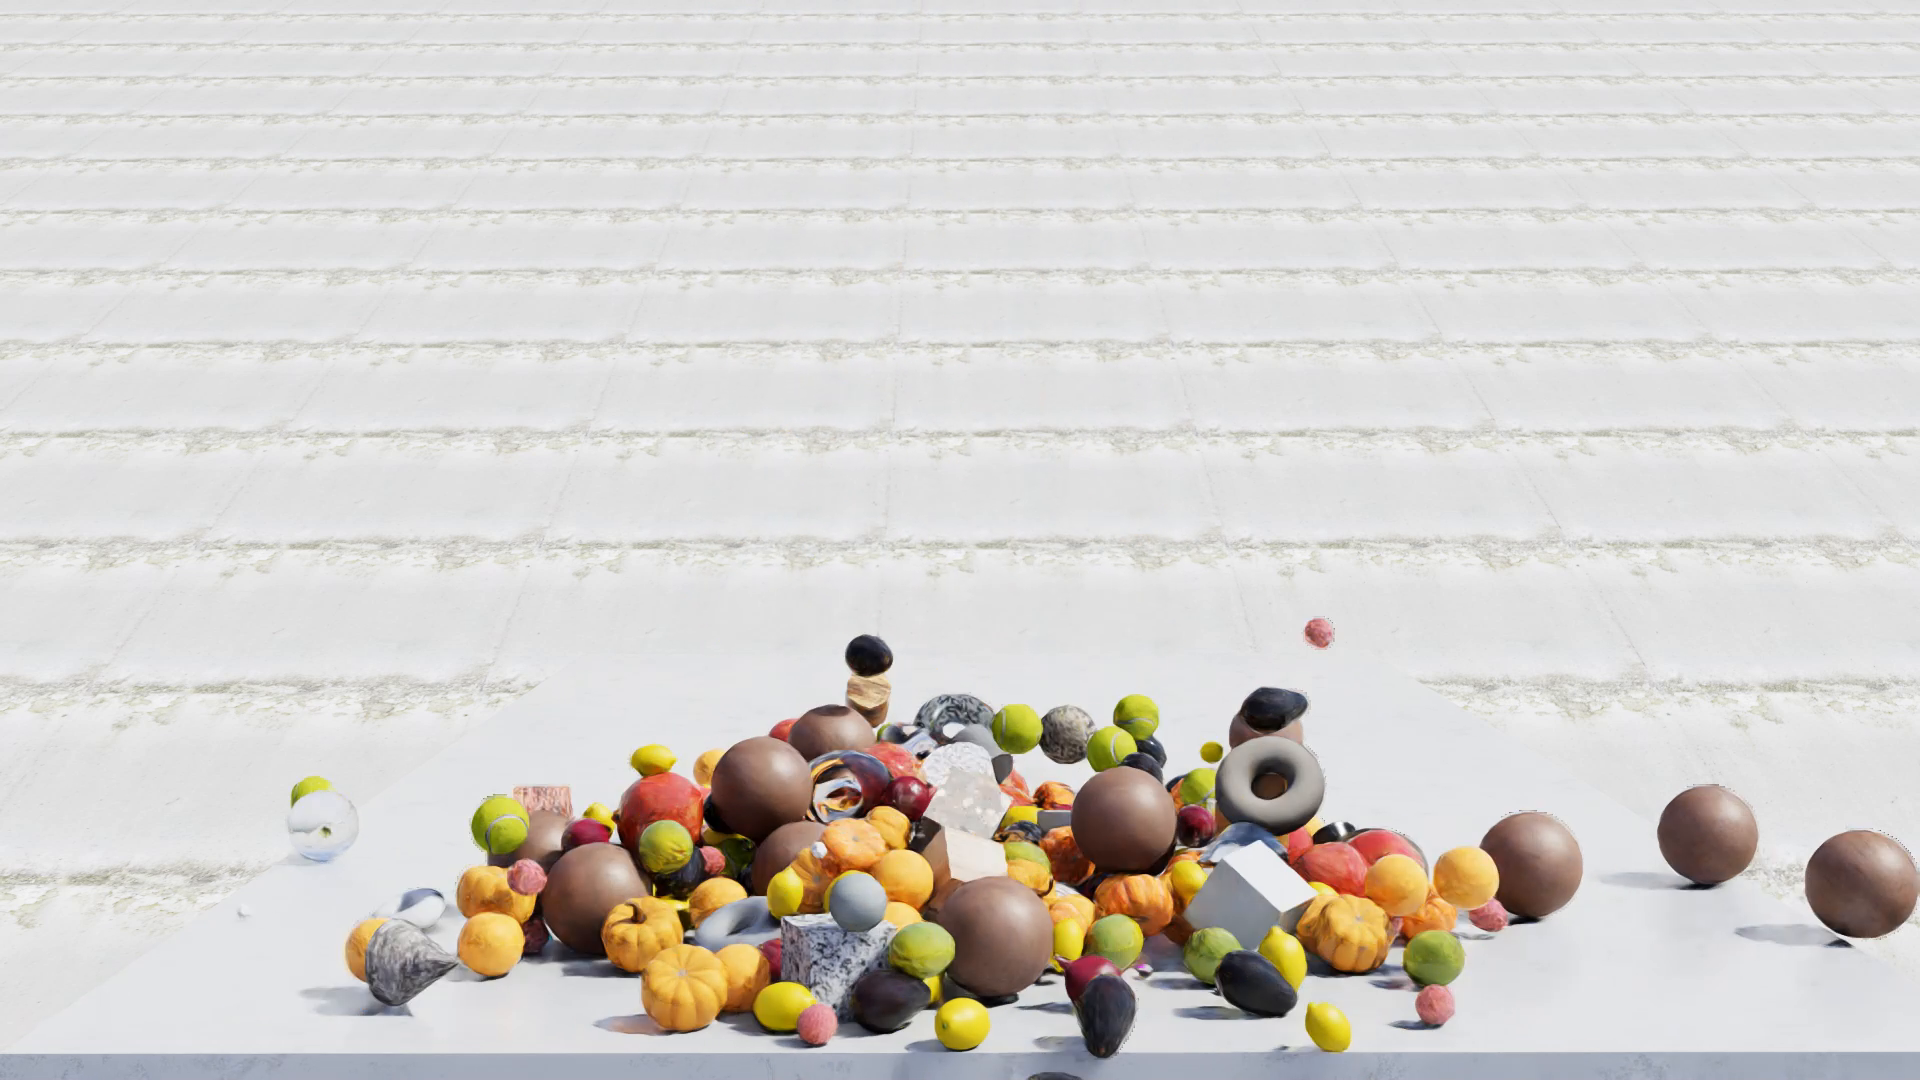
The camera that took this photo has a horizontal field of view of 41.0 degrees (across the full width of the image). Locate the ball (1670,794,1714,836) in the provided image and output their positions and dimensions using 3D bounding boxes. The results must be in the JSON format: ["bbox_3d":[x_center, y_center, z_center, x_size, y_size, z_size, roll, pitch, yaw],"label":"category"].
[{"bbox_3d":[1.078,0.406,3.786,0.063,0.063,0.063,0,21,0],"label":"ball"}]

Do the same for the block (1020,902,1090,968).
[{"bbox_3d":[0.104,0.456,2.939,0.054,0.054,0.054,-23,-12,-39],"label":"block"}]

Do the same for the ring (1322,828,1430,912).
[{"bbox_3d":[0.529,0.419,3.270,0.135,0.045,0.135,-2,35,1],"label":"ring"}]

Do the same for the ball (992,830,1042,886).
[{"bbox_3d":[0.066,0.392,3.172,0.070,0.070,0.070,0,21,0],"label":"ball"}]

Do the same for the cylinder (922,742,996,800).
[{"bbox_3d":[0.004,0.339,3.467,0.094,0.094,0.094,-10,33,6],"label":"cylinder"}]

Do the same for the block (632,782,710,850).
[{"bbox_3d":[-0.417,0.399,3.713,0.085,0.085,0.085,-2,4,-30],"label":"block"}]

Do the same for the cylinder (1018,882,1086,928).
[{"bbox_3d":[0.109,0.445,3.067,0.062,0.062,0.062,9,7,23],"label":"cylinder"}]

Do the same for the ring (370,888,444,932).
[{"bbox_3d":[-0.665,0.450,3.092,0.094,0.031,0.094,-17,15,5],"label":"ring"}]

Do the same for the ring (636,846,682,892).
[{"bbox_3d":[-0.428,0.436,3.402,0.123,0.041,0.123,-5,7,1],"label":"ring"}]

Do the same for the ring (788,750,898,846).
[{"bbox_3d":[-0.150,0.333,3.313,0.143,0.143,0.048,-3,33,-8],"label":"ring"}]

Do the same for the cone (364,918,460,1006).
[{"bbox_3d":[-0.557,0.442,2.690,0.092,0.092,0.092,-5,16,32],"label":"cone"}]

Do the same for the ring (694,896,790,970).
[{"bbox_3d":[-0.243,0.437,2.859,0.114,0.038,0.114,-18,21,7],"label":"ring"}]

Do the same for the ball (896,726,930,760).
[{"bbox_3d":[-0.084,0.363,4.594,0.060,0.060,0.060,0,21,0],"label":"ball"}]

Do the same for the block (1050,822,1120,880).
[{"bbox_3d":[0.170,0.445,3.483,0.090,0.090,0.090,-2,22,0],"label":"block"}]

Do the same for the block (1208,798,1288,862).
[{"bbox_3d":[0.391,0.405,3.500,0.095,0.095,0.095,0,3,-3],"label":"block"}]

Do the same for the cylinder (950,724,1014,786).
[{"bbox_3d":[0.028,0.307,3.621,0.069,0.069,0.069,-16,46,-36],"label":"cylinder"}]

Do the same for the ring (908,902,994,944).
[{"bbox_3d":[-0.011,0.442,3.019,0.102,0.102,0.034,3,54,8],"label":"ring"}]

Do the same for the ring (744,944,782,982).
[{"bbox_3d":[-0.191,0.467,2.881,0.111,0.037,0.111,-2,5,0],"label":"ring"}]

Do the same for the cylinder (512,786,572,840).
[{"bbox_3d":[-0.609,0.398,3.745,0.077,0.077,0.077,-1,21,-1],"label":"cylinder"}]

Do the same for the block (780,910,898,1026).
[{"bbox_3d":[-0.127,0.448,2.695,0.096,0.096,0.096,-1,3,-22],"label":"block"}]

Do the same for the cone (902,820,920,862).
[{"bbox_3d":[-0.069,0.401,3.303,0.059,0.059,0.059,-38,2,30],"label":"cone"}]

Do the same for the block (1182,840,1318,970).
[{"bbox_3d":[0.329,0.414,2.919,0.092,0.092,0.092,42,28,22],"label":"block"}]

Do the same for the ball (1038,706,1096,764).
[{"bbox_3d":[0.151,0.274,3.618,0.084,0.084,0.084,0,21,0],"label":"ball"}]

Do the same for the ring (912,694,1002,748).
[{"bbox_3d":[-0.004,0.294,3.933,0.139,0.046,0.139,5,47,-5],"label":"ring"}]

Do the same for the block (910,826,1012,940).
[{"bbox_3d":[0.000,0.385,2.890,0.079,0.079,0.079,21,35,-24],"label":"block"}]

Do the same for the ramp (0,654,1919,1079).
[{"bbox_3d":[0.049,0.446,4.532,2.000,0.100,4.000,0,3,0],"label":"ramp"}]

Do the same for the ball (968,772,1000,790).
[{"bbox_3d":[0.018,0.342,3.357,0.078,0.078,0.078,0,21,0],"label":"ball"}]

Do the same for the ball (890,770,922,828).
[{"bbox_3d":[-0.101,0.389,3.859,0.088,0.088,0.088,0,21,0],"label":"ball"}]

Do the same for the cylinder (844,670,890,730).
[{"bbox_3d":[-0.132,0.226,3.650,0.063,0.063,0.063,3,56,-4],"label":"cylinder"}]

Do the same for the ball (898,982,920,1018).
[{"bbox_3d":[-0.073,0.495,2.705,0.061,0.061,0.061,0,21,0],"label":"ball"}]

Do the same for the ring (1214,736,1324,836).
[{"bbox_3d":[0.389,0.310,3.235,0.139,0.046,0.139,-6,53,8],"label":"ring"}]

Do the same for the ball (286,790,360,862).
[{"bbox_3d":[-0.888,0.398,3.584,0.099,0.099,0.099,0,21,0],"label":"ball"}]

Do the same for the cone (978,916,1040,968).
[{"bbox_3d":[0.067,0.469,2.908,0.067,0.067,0.067,-19,28,-40],"label":"cone"}]

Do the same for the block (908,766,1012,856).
[{"bbox_3d":[0.000,0.344,3.108,0.084,0.084,0.084,28,50,5],"label":"block"}]

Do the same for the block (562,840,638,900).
[{"bbox_3d":[-0.463,0.424,3.306,0.069,0.069,0.069,1,-4,22],"label":"block"}]

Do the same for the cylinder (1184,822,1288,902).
[{"bbox_3d":[0.333,0.404,3.098,0.093,0.093,0.093,12,30,29],"label":"cylinder"}]

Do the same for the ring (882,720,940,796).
[{"bbox_3d":[-0.055,0.323,3.738,0.049,0.147,0.147,-44,38,-15],"label":"ring"}]

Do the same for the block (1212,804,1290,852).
[{"bbox_3d":[0.377,0.352,3.312,0.092,0.092,0.092,6,-14,4],"label":"block"}]

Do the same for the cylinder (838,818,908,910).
[{"bbox_3d":[-0.109,0.407,3.232,0.084,0.084,0.084,-2,49,2],"label":"cylinder"}]
